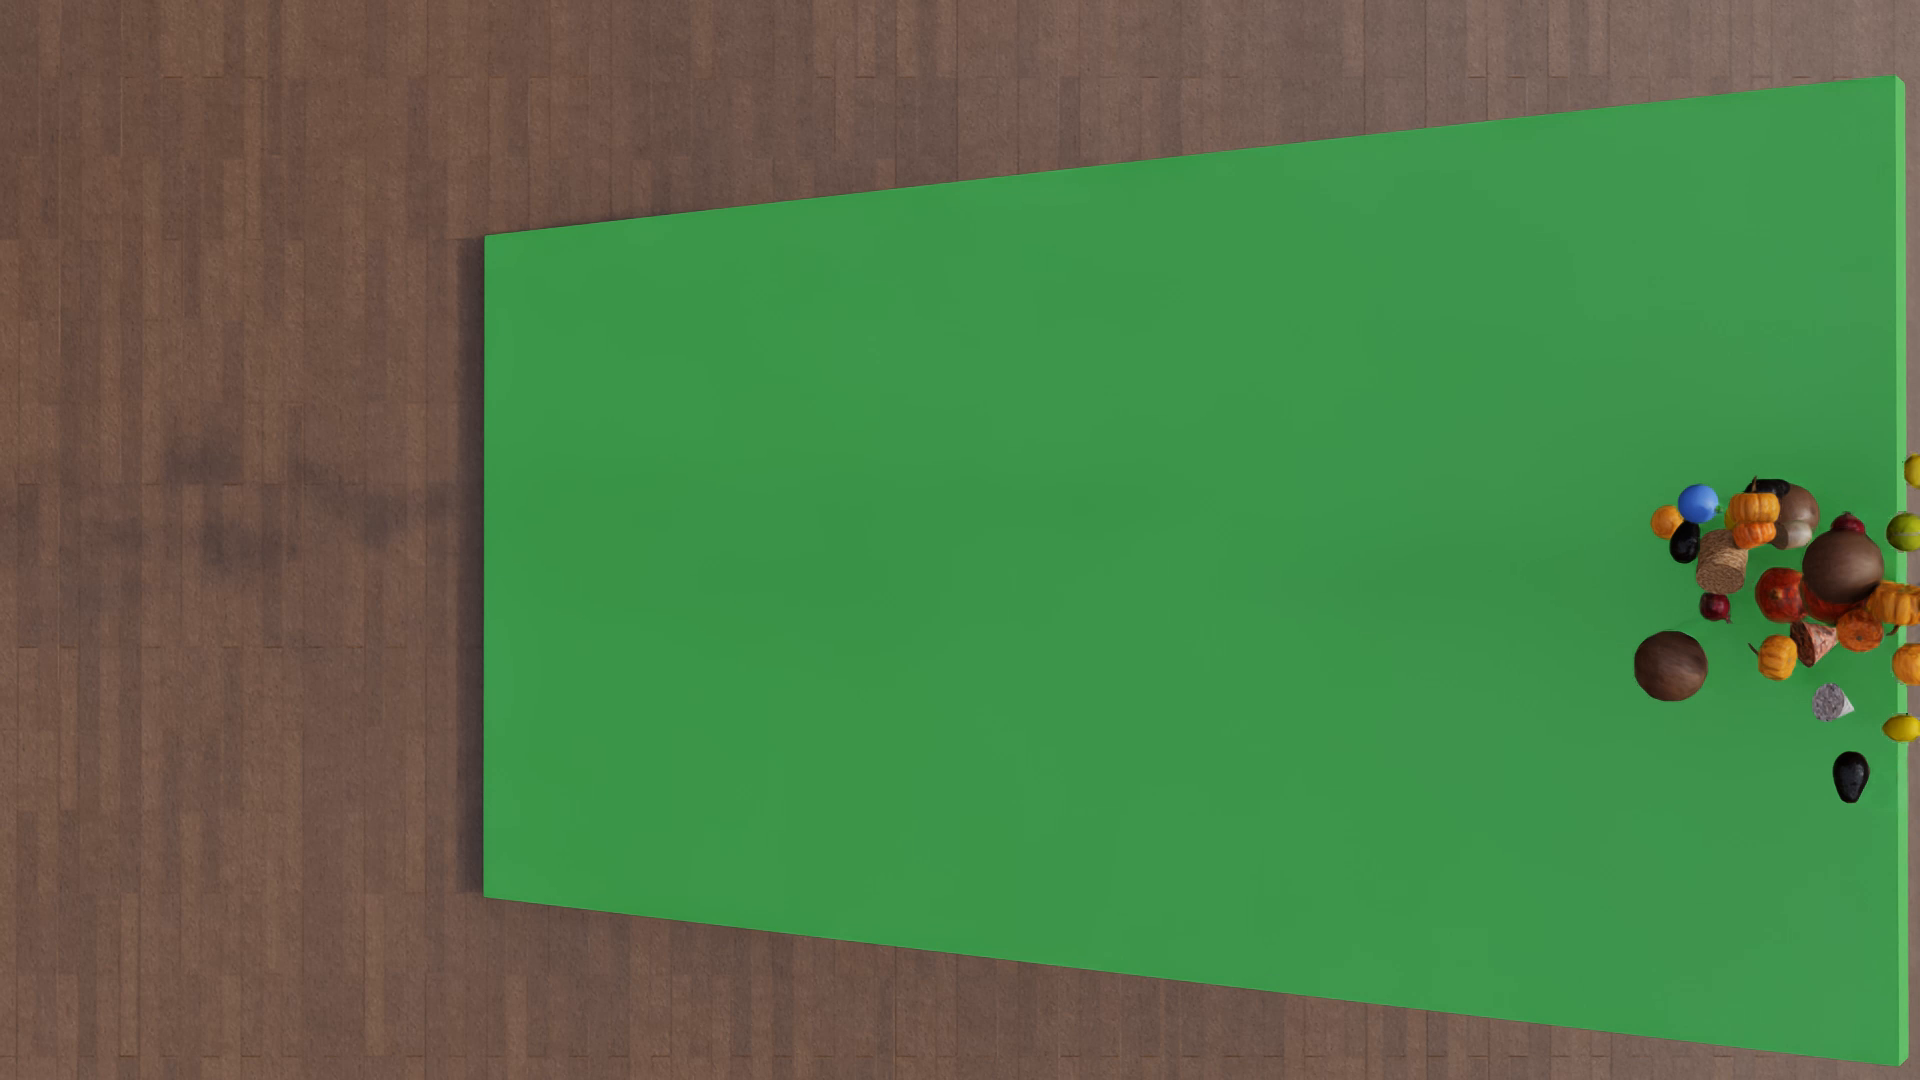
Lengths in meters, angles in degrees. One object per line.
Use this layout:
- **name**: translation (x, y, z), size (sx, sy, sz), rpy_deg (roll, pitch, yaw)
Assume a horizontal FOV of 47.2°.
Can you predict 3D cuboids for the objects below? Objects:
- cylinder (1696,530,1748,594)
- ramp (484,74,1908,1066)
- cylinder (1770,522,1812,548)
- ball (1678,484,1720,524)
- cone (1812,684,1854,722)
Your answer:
- **cylinder**: translation (1.457, 0.042, 4.204), size (0.089, 0.089, 0.089), rpy_deg (23, 53, 0)
- **ramp**: translation (0.253, 0.069, 5.584), size (4.000, 0.100, 2.000), rpy_deg (0, 89, 34)
- **cylinder**: translation (1.587, -0.010, 4.199), size (0.052, 0.052, 0.052), rpy_deg (-1, 89, -26)
- **ball**: translation (1.474, -0.072, 4.390), size (0.079, 0.079, 0.079), rpy_deg (0, 90, 0)
- **cone**: translation (1.740, 0.328, 4.340), size (0.078, 0.078, 0.078), rpy_deg (15, 89, -26)
